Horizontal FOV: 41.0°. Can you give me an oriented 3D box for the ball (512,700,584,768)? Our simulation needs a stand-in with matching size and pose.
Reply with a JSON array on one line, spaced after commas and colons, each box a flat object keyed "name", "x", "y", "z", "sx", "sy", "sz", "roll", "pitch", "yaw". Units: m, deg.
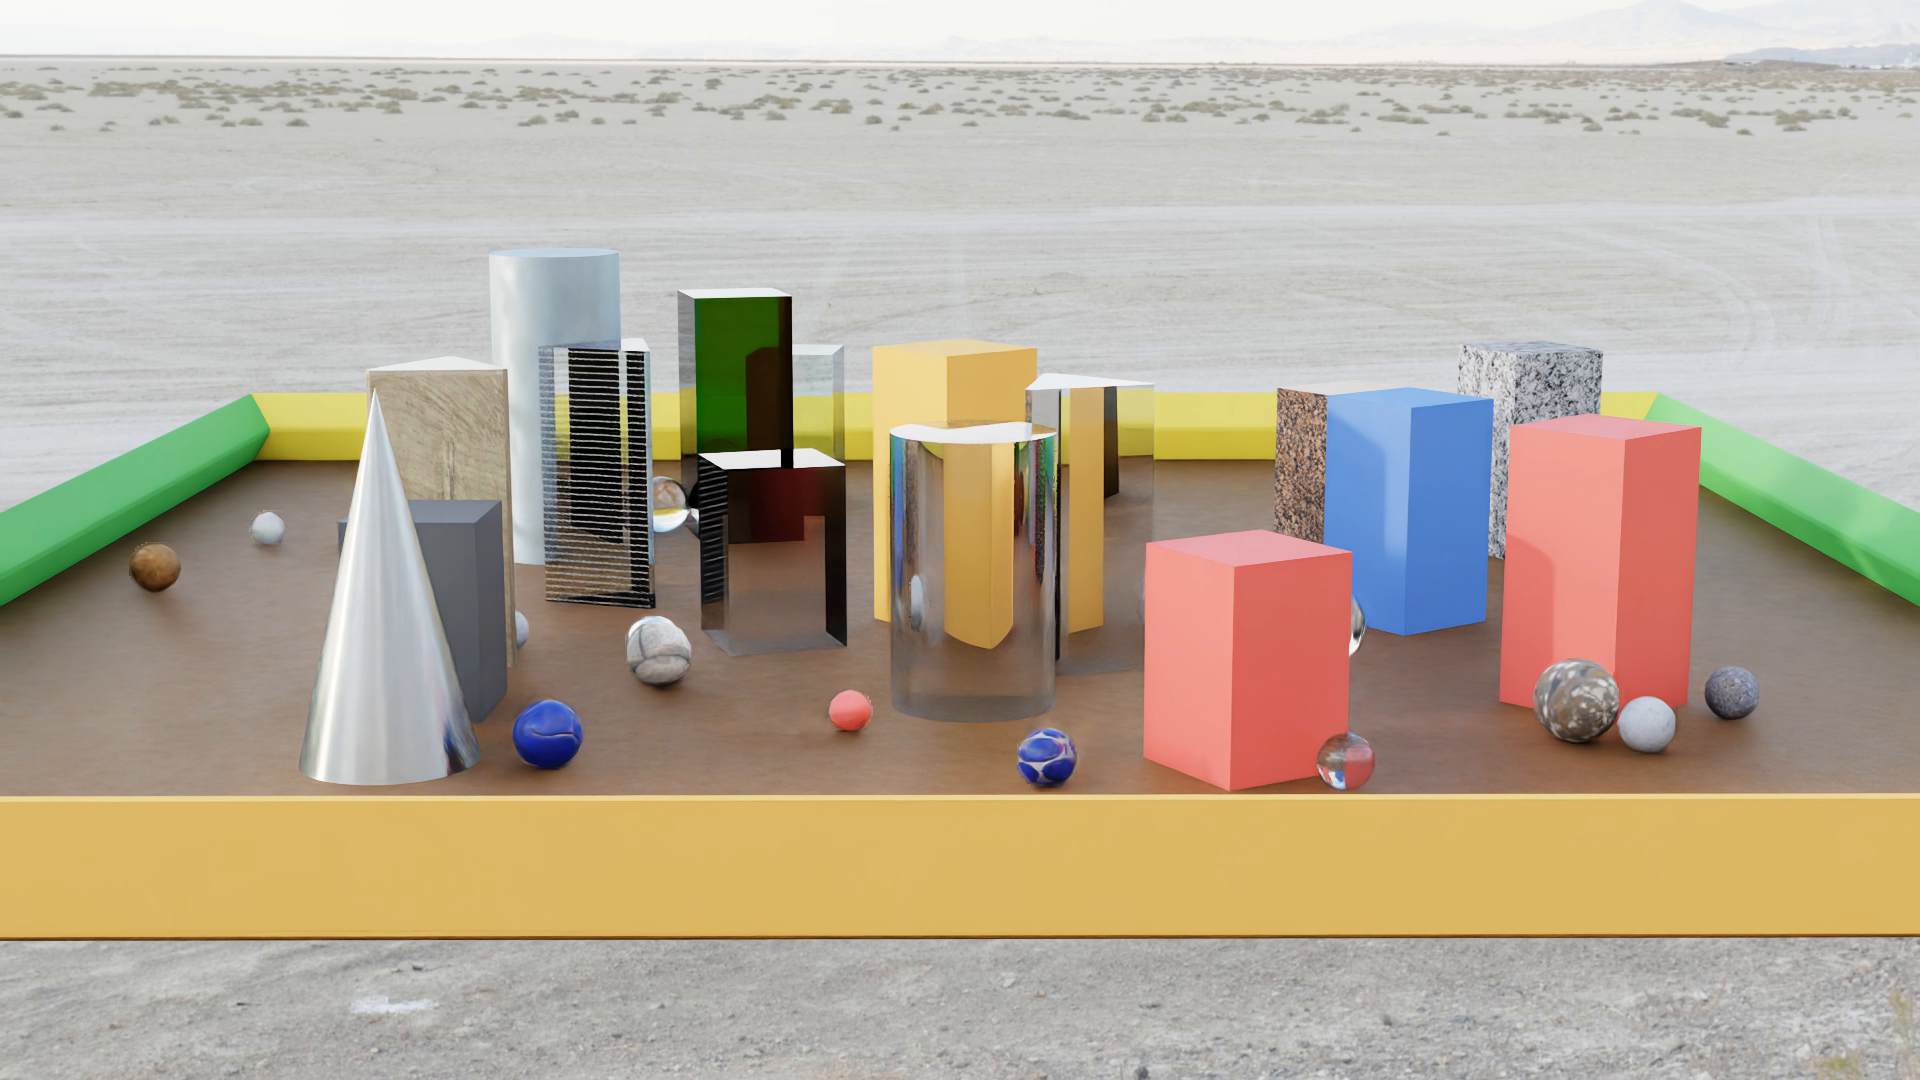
[{"name": "ball", "x": -0.430, "y": 0.203, "z": 2.676, "sx": 0.072, "sy": 0.072, "sz": 0.072, "roll": 0, "pitch": 11, "yaw": 0}]

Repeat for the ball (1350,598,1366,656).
[{"name": "ball", "x": 0.448, "y": 0.105, "z": 3.140, "sx": 0.094, "sy": 0.094, "sz": 0.094, "roll": 0, "pitch": 11, "yaw": 0}]

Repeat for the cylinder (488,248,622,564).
[{"name": "cylinder", "x": -0.597, "y": -0.202, "z": 3.814, "sx": 0.189, "sy": 0.450, "sz": 0.189, "roll": 0, "pitch": 11, "yaw": 0}]

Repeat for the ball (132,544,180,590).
[{"name": "ball", "x": -1.121, "y": 0.038, "z": 3.576, "sx": 0.066, "sy": 0.066, "sz": 0.066, "roll": 0, "pitch": 11, "yaw": 0}]

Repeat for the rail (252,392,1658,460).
[{"name": "rail", "x": -0.007, "y": -0.207, "z": 4.729, "sx": 2.605, "sy": 0.123, "sz": 0.045, "roll": 0, "pitch": 11, "yaw": 0}]

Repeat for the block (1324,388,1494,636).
[{"name": "block", "x": 0.588, "y": -0.041, "z": 3.377, "sx": 0.151, "sy": 0.295, "sz": 0.151, "roll": -8, "pitch": 13, "yaw": -35}]

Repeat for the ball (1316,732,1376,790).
[{"name": "ball", "x": 0.391, "y": 0.224, "z": 2.598, "sx": 0.059, "sy": 0.059, "sz": 0.059, "roll": 0, "pitch": 11, "yaw": 0}]

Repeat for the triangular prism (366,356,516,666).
[{"name": "triangular prism", "x": -0.629, "y": -0.037, "z": 3.160, "sx": 0.164, "sy": 0.365, "sz": 0.142, "roll": -1, "pitch": 11, "yaw": -4}]

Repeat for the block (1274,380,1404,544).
[{"name": "block", "x": 0.561, "y": -0.085, "z": 3.688, "sx": 0.151, "sy": 0.266, "sz": 0.151, "roll": -8, "pitch": 13, "yaw": -35}]

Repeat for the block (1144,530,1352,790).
[{"name": "block", "x": 0.299, "y": 0.121, "z": 2.678, "sx": 0.151, "sy": 0.231, "sz": 0.151, "roll": -6, "pitch": 12, "yaw": -31}]

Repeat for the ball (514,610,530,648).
[{"name": "ball", "x": -0.565, "y": 0.113, "z": 3.220, "sx": 0.050, "sy": 0.050, "sz": 0.050, "roll": 0, "pitch": 11, "yaw": 0}]

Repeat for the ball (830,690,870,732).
[{"name": "ball", "x": -0.122, "y": 0.188, "z": 2.827, "sx": 0.045, "sy": 0.045, "sz": 0.045, "roll": 0, "pitch": 11, "yaw": 0}]

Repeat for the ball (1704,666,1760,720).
[{"name": "ball", "x": 0.866, "y": 0.171, "z": 2.878, "sx": 0.060, "sy": 0.060, "sz": 0.060, "roll": 0, "pitch": 11, "yaw": 0}]

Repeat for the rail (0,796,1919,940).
[{"name": "rail", "x": 0.007, "y": 0.270, "z": 2.170, "sx": 2.605, "sy": 0.123, "sz": 0.045, "roll": 0, "pitch": 11, "yaw": 0}]

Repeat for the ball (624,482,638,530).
[{"name": "ball", "x": -0.548, "y": -0.051, "z": 3.977, "sx": 0.095, "sy": 0.095, "sz": 0.095, "roll": 0, "pitch": 11, "yaw": 0}]

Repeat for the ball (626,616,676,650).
[{"name": "ball", "x": -0.371, "y": 0.125, "z": 3.109, "sx": 0.067, "sy": 0.067, "sz": 0.067, "roll": 0, "pitch": 11, "yaw": 0}]

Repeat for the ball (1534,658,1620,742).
[{"name": "ball", "x": 0.669, "y": 0.173, "z": 2.781, "sx": 0.091, "sy": 0.091, "sz": 0.091, "roll": 0, "pitch": 11, "yaw": 0}]

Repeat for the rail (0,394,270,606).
[{"name": "rail", "x": -1.279, "y": 0.033, "z": 3.442, "sx": 0.045, "sy": 0.123, "sz": 2.650, "roll": 0, "pitch": 11, "yaw": 0}]

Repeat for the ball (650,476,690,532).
[{"name": "ball", "x": -0.468, "y": -0.056, "z": 4.021, "sx": 0.087, "sy": 0.087, "sz": 0.087, "roll": 0, "pitch": 11, "yaw": 0}]

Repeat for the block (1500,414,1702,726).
[{"name": "block", "x": 0.730, "y": 0.029, "z": 2.928, "sx": 0.151, "sy": 0.321, "sz": 0.151, "roll": -9, "pitch": 14, "yaw": -41}]

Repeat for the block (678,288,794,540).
[{"name": "block", "x": -0.352, "y": -0.201, "z": 4.024, "sx": 0.151, "sy": 0.373, "sz": 0.151, "roll": -3, "pitch": 11, "yaw": -16}]

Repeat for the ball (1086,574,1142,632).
[{"name": "ball", "x": 0.199, "y": 0.082, "z": 3.318, "sx": 0.074, "sy": 0.074, "sz": 0.074, "roll": 0, "pitch": 11, "yaw": 0}]

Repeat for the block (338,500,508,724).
[{"name": "block", "x": -0.608, "y": 0.079, "z": 2.916, "sx": 0.151, "sy": 0.227, "sz": 0.151, "roll": 0, "pitch": 11, "yaw": 1}]

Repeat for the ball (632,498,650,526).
[{"name": "ball", "x": -0.517, "y": -0.046, "z": 4.080, "sx": 0.046, "sy": 0.046, "sz": 0.046, "roll": 0, "pitch": 11, "yaw": 0}]

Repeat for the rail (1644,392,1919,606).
[{"name": "rail", "x": 1.279, "y": 0.030, "z": 3.457, "sx": 0.045, "sy": 0.123, "sz": 2.650, "roll": 0, "pitch": 11, "yaw": 0}]

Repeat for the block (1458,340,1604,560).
[{"name": "block", "x": 0.853, "y": -0.137, "z": 3.863, "sx": 0.151, "sy": 0.306, "sz": 0.151, "roll": -4, "pitch": 11, "yaw": -22}]

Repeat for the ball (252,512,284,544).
[{"name": "ball", "x": -1.057, "y": -0.018, "z": 3.922, "sx": 0.049, "sy": 0.049, "sz": 0.049, "roll": 0, "pitch": 11, "yaw": 0}]

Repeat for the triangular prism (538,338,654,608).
[{"name": "triangular prism", "x": -0.468, "y": -0.096, "z": 3.524, "sx": 0.164, "sy": 0.349, "sz": 0.142, "roll": 4, "pitch": 11, "yaw": 19}]

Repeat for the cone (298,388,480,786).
[{"name": "cone", "x": -0.602, "y": 0.038, "z": 2.674, "sx": 0.189, "sy": 0.396, "sz": 0.189, "roll": 0, "pitch": 11, "yaw": 0}]

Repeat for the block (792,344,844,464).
[{"name": "block", "x": -0.277, "y": -0.190, "z": 4.276, "sx": 0.151, "sy": 0.257, "sz": 0.151, "roll": 1, "pitch": 11, "yaw": 5}]

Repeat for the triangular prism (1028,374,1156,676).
[{"name": "triangular prism", "x": 0.133, "y": -0.023, "z": 3.135, "sx": 0.164, "sy": 0.348, "sz": 0.142, "roll": -4, "pitch": 11, "yaw": -20}]

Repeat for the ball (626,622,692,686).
[{"name": "ball", "x": -0.356, "y": 0.134, "z": 3.035, "sx": 0.076, "sy": 0.076, "sz": 0.076, "roll": 0, "pitch": 11, "yaw": 0}]

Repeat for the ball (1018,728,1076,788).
[{"name": "ball", "x": 0.089, "y": 0.221, "z": 2.609, "sx": 0.060, "sy": 0.060, "sz": 0.060, "roll": 0, "pitch": 11, "yaw": 0}]

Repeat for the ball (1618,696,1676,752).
[{"name": "ball", "x": 0.733, "y": 0.197, "z": 2.740, "sx": 0.060, "sy": 0.060, "sz": 0.060, "roll": 0, "pitch": 11, "yaw": 0}]

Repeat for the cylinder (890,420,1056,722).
[{"name": "cylinder", "x": 0.015, "y": 0.032, "z": 2.929, "sx": 0.189, "sy": 0.315, "sz": 0.189, "roll": 0, "pitch": 11, "yaw": 0}]

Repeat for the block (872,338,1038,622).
[{"name": "block", "x": -0.007, "y": -0.072, "z": 3.361, "sx": 0.151, "sy": 0.362, "sz": 0.151, "roll": -9, "pitch": 14, "yaw": -39}]

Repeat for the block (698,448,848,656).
[{"name": "block", "x": -0.239, "y": 0.012, "z": 3.261, "sx": 0.151, "sy": 0.232, "sz": 0.151, "roll": -4, "pitch": 11, "yaw": -19}]
